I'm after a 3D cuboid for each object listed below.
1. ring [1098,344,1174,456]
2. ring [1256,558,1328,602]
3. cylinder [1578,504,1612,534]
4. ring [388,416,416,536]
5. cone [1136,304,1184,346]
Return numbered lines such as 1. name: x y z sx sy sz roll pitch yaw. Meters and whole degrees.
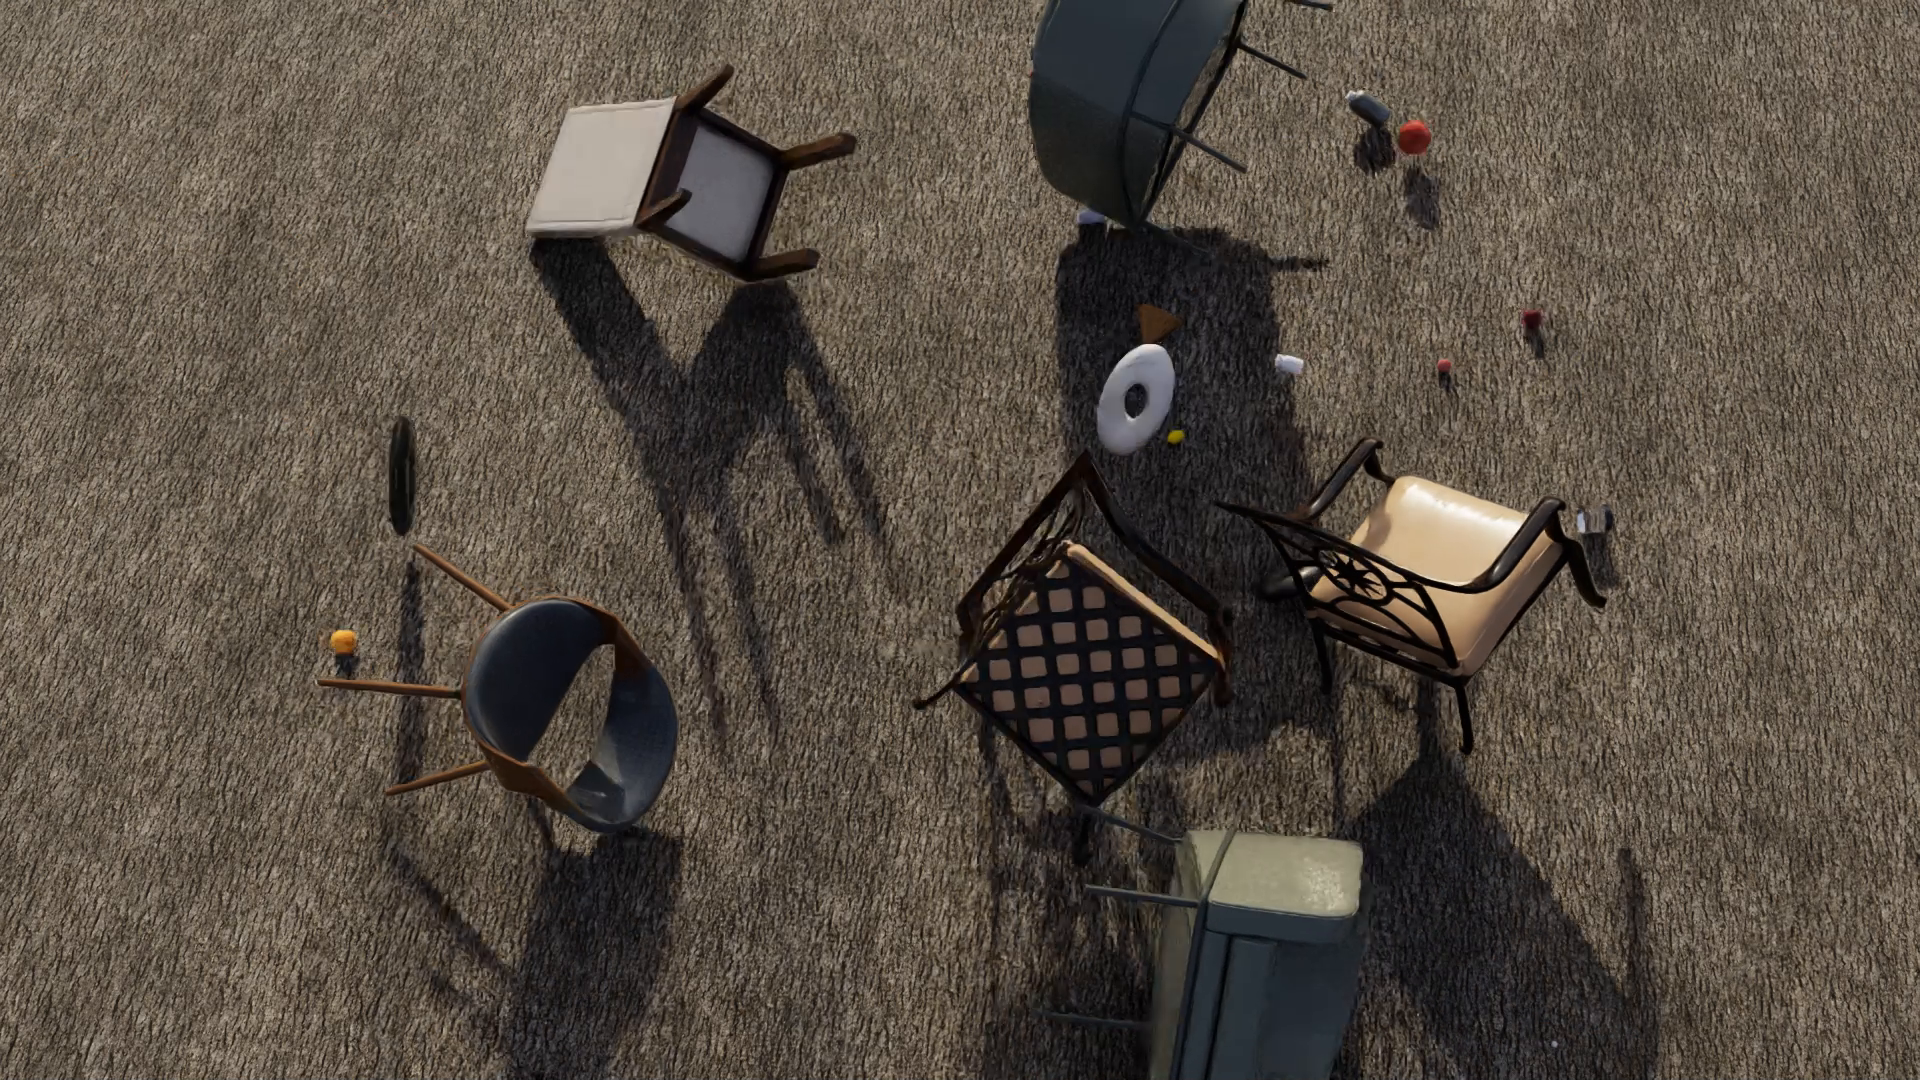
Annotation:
1. ring: 0.492 -0.391 6.173 0.194 0.383 0.097 30 39 11
2. ring: 0.963 0.114 6.389 0.217 0.228 0.060 -35 104 -46
3. cylinder: 1.894 -0.063 6.562 0.077 0.094 0.084 -3 96 -2
4. ring: -1.626 -0.184 6.418 0.054 0.330 0.352 1 94 -8
5. cone: 0.611 -0.662 6.992 0.166 0.092 0.128 24 79 12
